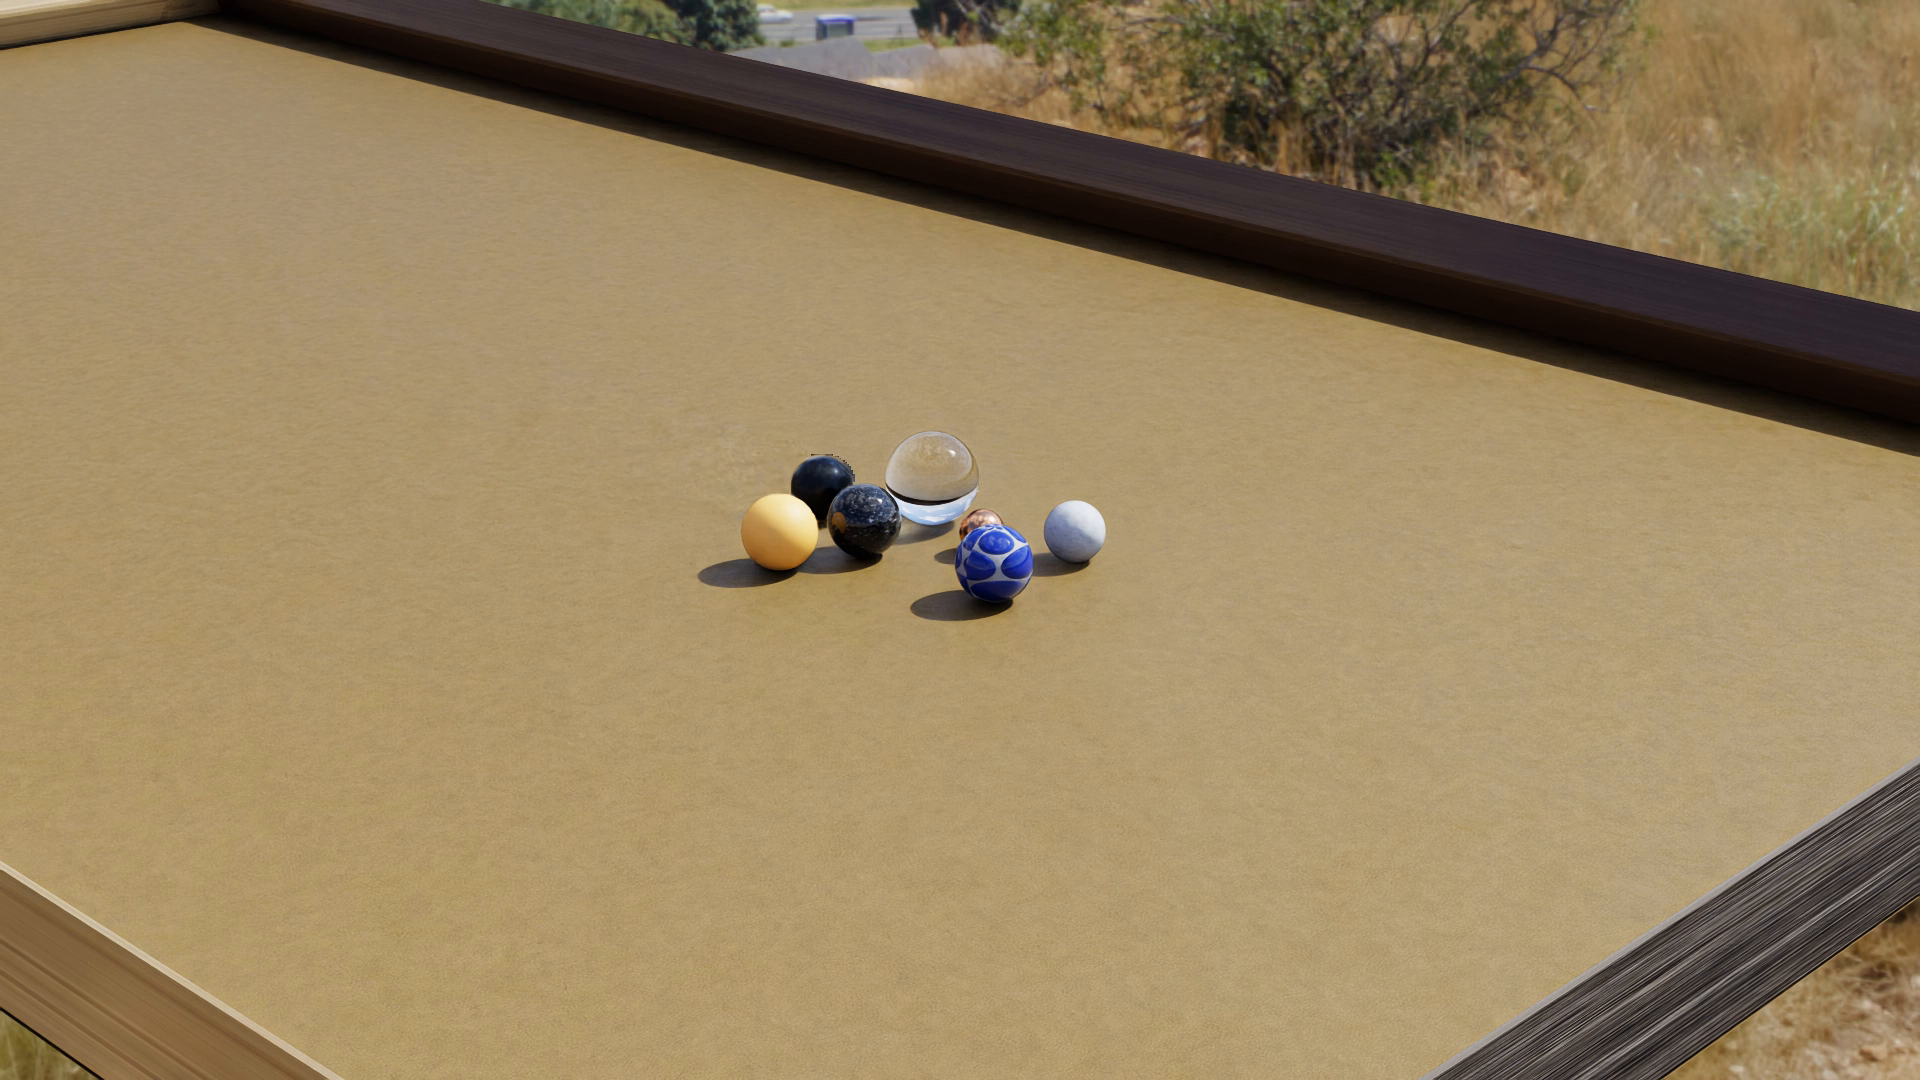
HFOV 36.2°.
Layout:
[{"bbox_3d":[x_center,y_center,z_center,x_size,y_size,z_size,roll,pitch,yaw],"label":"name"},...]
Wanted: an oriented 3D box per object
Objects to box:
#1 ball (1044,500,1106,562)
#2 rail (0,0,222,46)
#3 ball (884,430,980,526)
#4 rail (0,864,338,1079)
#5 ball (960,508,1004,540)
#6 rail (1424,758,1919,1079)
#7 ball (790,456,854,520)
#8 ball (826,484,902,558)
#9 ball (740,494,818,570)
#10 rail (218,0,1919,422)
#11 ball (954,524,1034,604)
[{"bbox_3d":[0.104,-0.008,2.662,0.057,0.057,0.057,0,21,0],"label":"ball"},{"bbox_3d":[-1.945,-0.705,4.378,0.045,0.115,1.978,19,28,40],"label":"rail"},{"bbox_3d":[-0.026,-0.058,2.748,0.089,0.089,0.089,0,21,0],"label":"ball"},{"bbox_3d":[-1.326,-0.003,2.565,3.643,0.115,0.045,19,28,40],"label":"rail"},{"bbox_3d":[0.020,-0.008,2.682,0.042,0.042,0.042,0,21,0],"label":"ball"},{"bbox_3d":[0.637,0.199,2.045,0.045,0.115,1.978,19,28,40],"label":"rail"},{"bbox_3d":[-0.129,-0.049,2.764,0.060,0.060,0.060,0,21,0],"label":"ball"},{"bbox_3d":[-0.087,-0.018,2.673,0.068,0.068,0.068,0,21,0],"label":"ball"},{"bbox_3d":[-0.162,-0.007,2.643,0.069,0.069,0.069,0,21,0],"label":"ball"},{"bbox_3d":[0.018,-0.503,3.858,3.643,0.115,0.045,19,28,40],"label":"rail"},{"bbox_3d":[0.030,0.020,2.572,0.069,0.069,0.069,0,21,0],"label":"ball"}]
